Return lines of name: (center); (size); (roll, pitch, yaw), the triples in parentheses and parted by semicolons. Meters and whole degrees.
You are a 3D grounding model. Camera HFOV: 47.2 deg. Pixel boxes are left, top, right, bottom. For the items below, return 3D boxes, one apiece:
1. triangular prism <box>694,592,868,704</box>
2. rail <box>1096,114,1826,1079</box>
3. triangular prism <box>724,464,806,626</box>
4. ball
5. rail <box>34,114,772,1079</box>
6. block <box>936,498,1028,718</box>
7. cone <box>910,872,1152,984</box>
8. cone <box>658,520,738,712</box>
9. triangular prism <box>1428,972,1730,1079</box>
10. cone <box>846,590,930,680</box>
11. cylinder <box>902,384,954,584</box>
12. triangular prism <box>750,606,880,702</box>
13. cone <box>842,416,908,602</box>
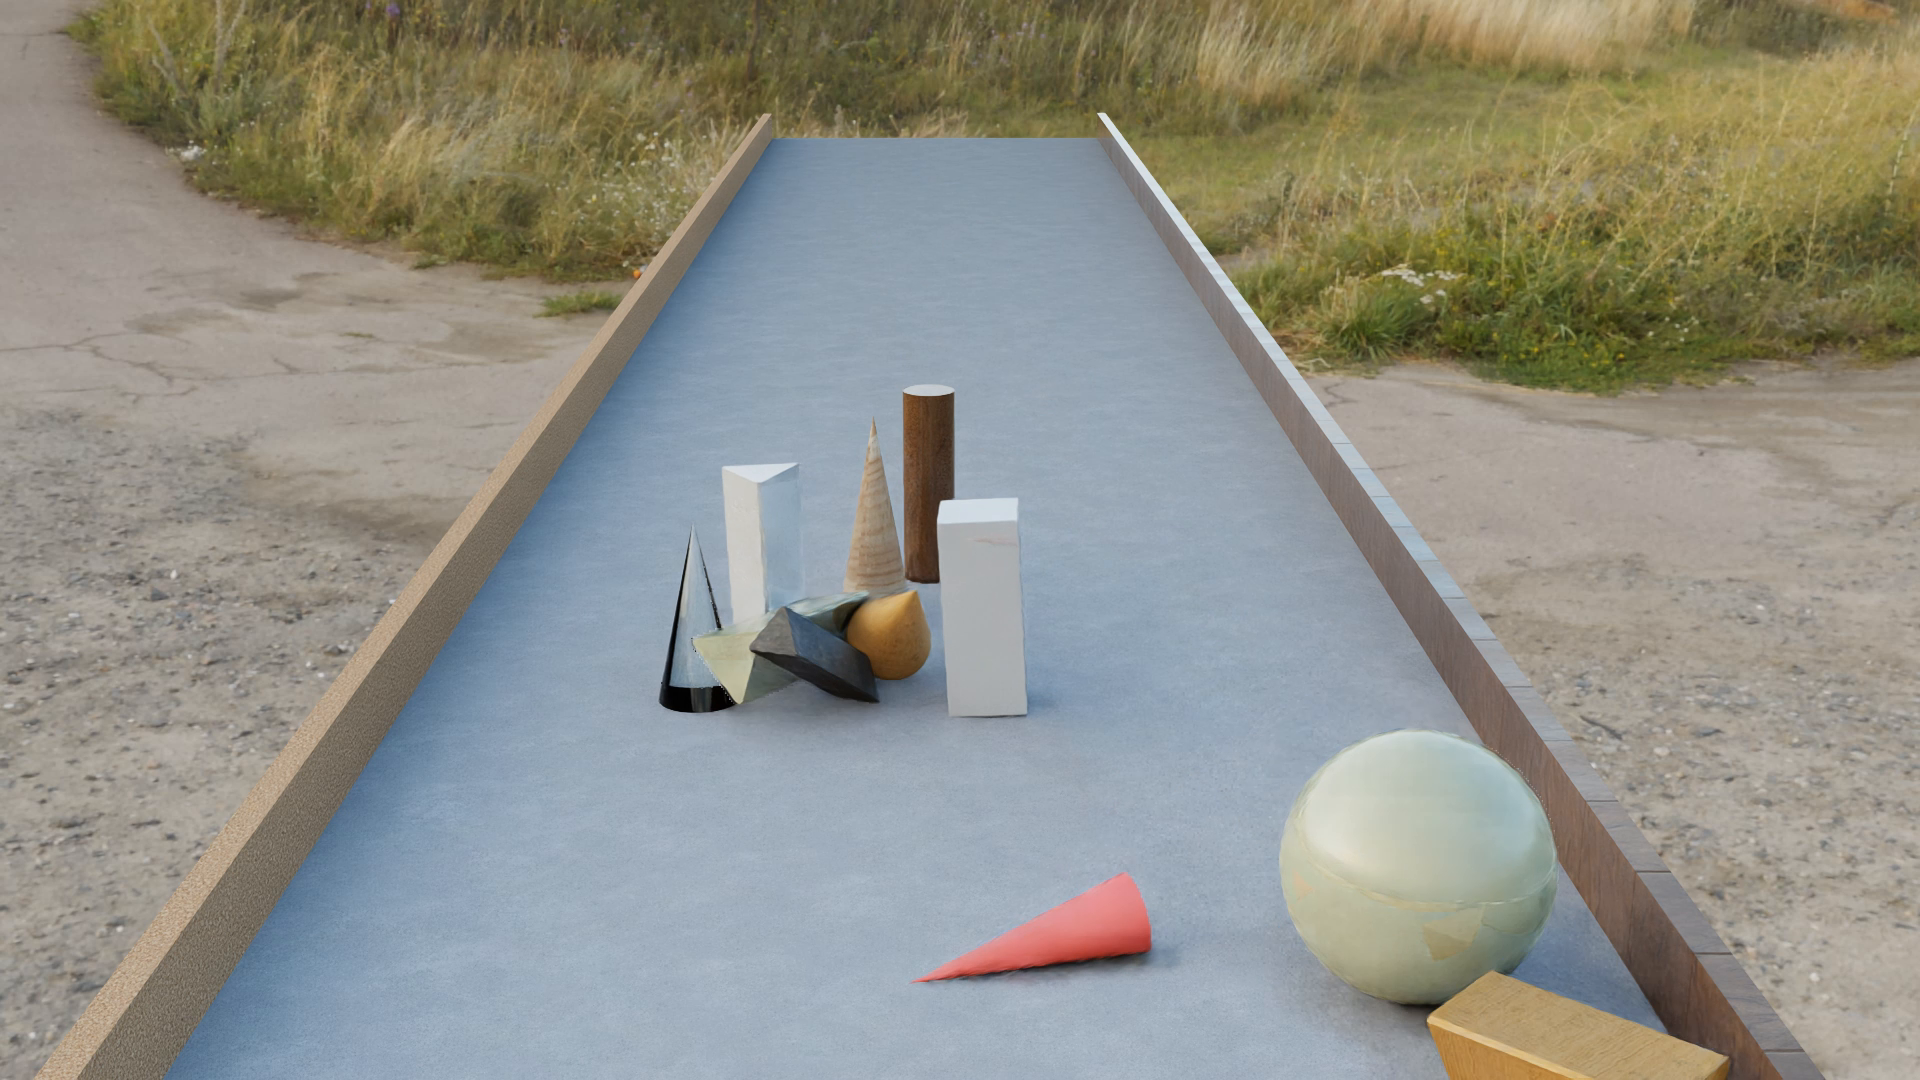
triangular prism: (-0.315, 0.174, 4.213); (0.127, 0.147, 0.416); (-42, -10, 26)
rail: (0.932, -0.844, 7.801); (0.050, 0.150, 12.000); (0, 17, -1)
triangular prism: (-0.368, 0.046, 4.380); (0.127, 0.390, 0.147); (-13, 21, -31)
ball: (0.633, 0.451, 3.046); (0.378, 0.378, 0.378); (0, 17, 0)
rail: (-1.118, -0.838, 7.780); (0.050, 0.150, 12.000); (0, 17, -1)
block: (0.044, 0.126, 4.121); (0.146, 0.379, 0.146); (-3, 17, 3)
cone: (0.090, 0.584, 3.155); (0.351, 0.119, 0.119); (-15, 20, -14)
cone: (-0.498, 0.133, 4.158); (0.157, 0.355, 0.157); (0, 17, 0)
triangular prism: (0.770, 0.639, 2.724); (0.324, 0.155, 0.135); (15, 54, 41)
cone: (-0.111, 0.143, 4.191); (0.171, 0.171, 0.304); (-4, -19, -14)
cylinder: (-0.069, -0.124, 4.894); (0.114, 0.428, 0.114); (0, 17, 0)
triangular prism: (-0.256, 0.210, 4.063); (0.099, 0.086, 0.333); (6, -16, 28)
cone: (-0.180, -0.050, 4.628); (0.160, 0.438, 0.160); (0, 17, 0)
